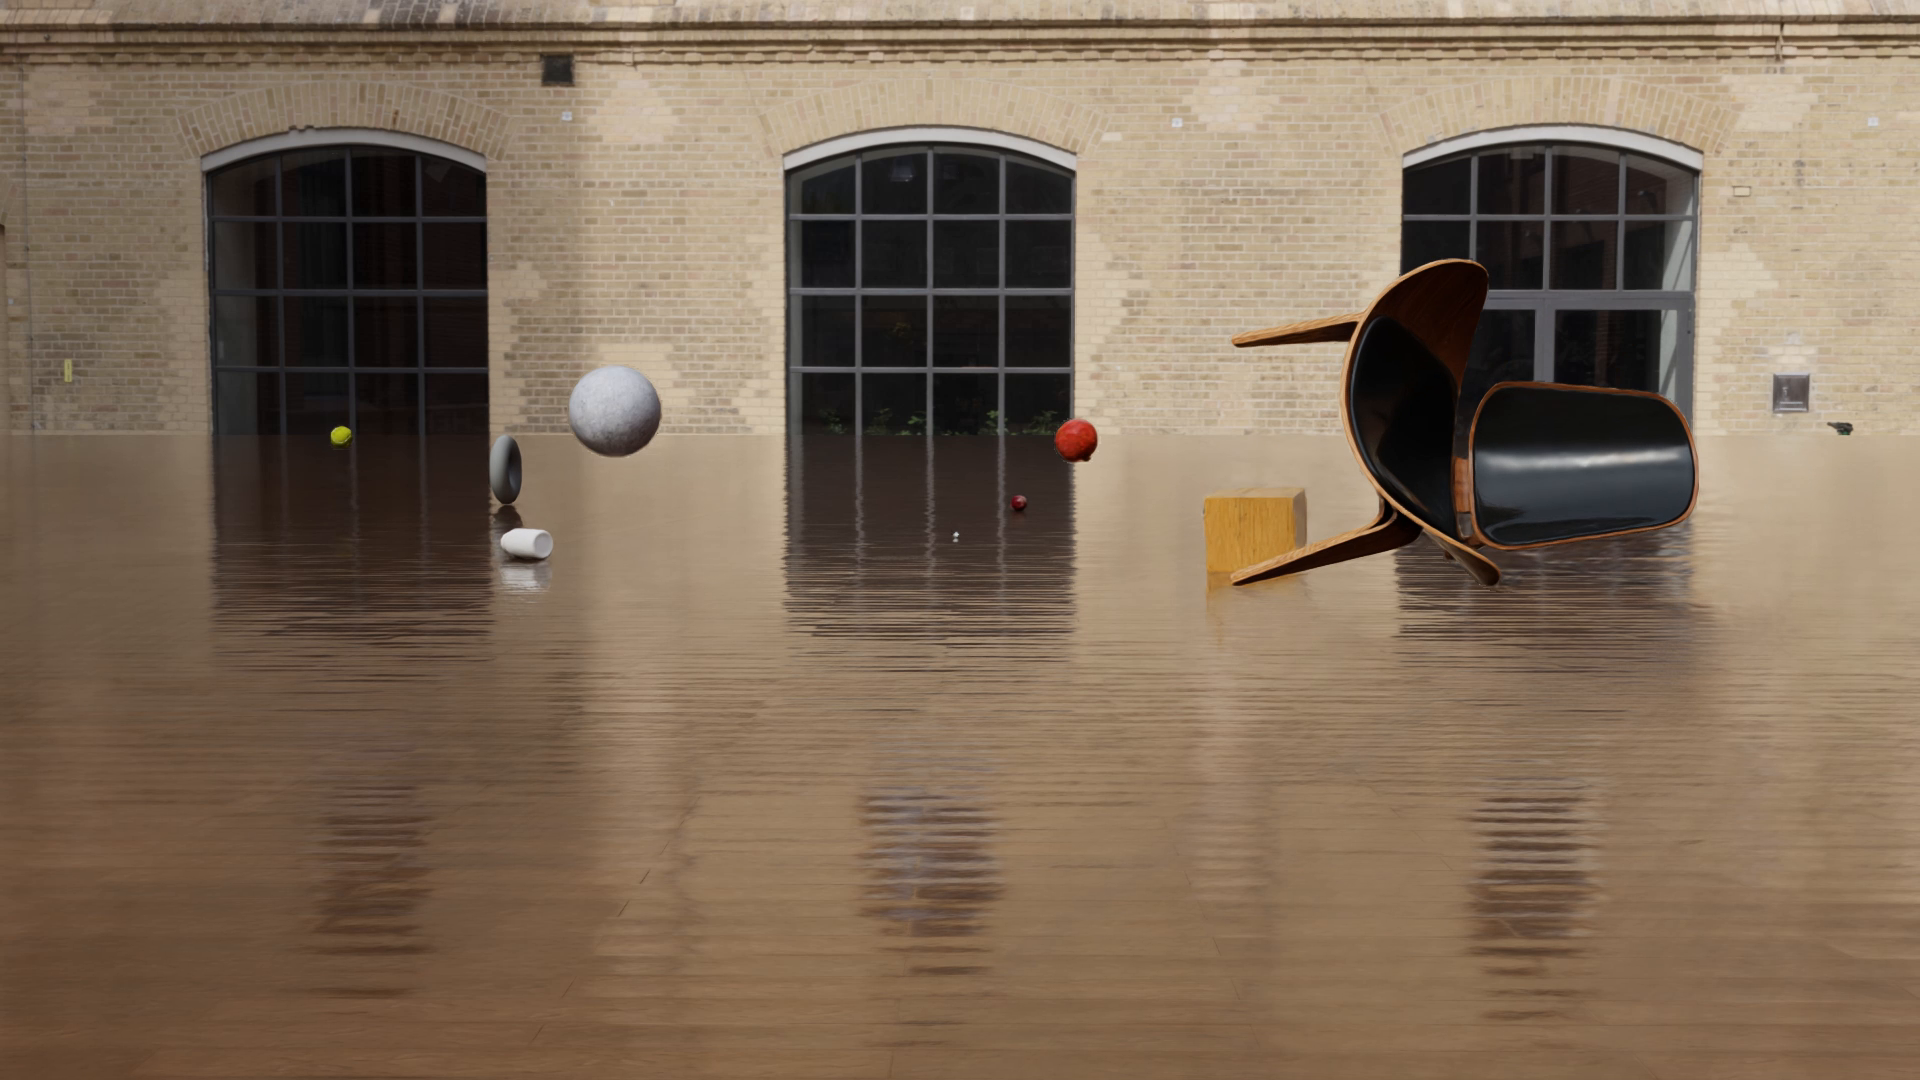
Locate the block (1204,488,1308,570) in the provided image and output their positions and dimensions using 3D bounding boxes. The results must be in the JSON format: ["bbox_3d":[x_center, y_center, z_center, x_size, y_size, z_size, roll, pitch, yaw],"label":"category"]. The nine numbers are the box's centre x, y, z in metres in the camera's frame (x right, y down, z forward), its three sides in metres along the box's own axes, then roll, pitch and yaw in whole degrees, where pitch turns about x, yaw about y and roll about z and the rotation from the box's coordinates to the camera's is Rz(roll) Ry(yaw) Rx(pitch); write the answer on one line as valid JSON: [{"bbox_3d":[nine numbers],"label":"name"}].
[{"bbox_3d":[0.741,-0.028,5.494,0.219,0.180,0.204,0,8,17],"label":"block"}]

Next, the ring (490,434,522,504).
[{"bbox_3d":[-1.765,-0.273,8.548,0.072,0.271,0.217,-1,1,10],"label":"ring"}]

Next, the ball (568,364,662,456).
[{"bbox_3d":[-0.881,-0.330,5.612,0.234,0.234,0.234,0,4,0],"label":"ball"}]
